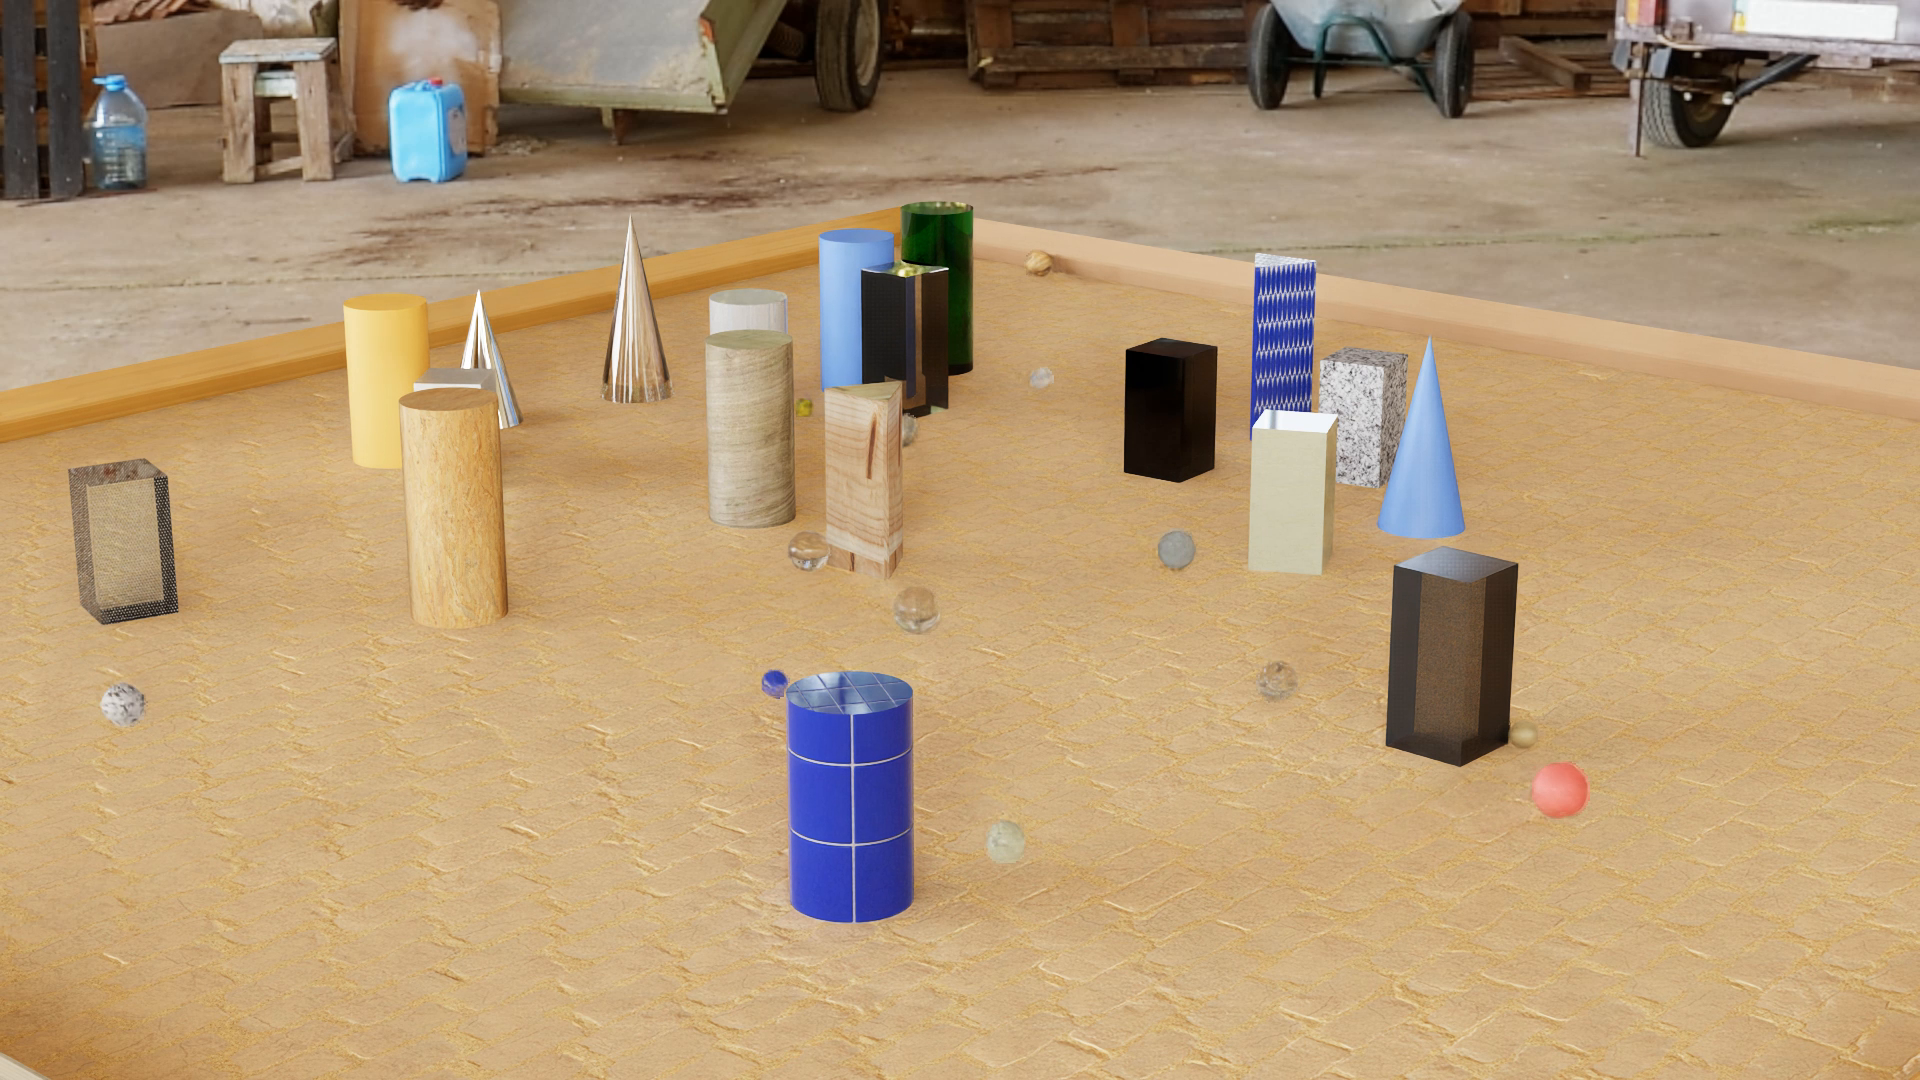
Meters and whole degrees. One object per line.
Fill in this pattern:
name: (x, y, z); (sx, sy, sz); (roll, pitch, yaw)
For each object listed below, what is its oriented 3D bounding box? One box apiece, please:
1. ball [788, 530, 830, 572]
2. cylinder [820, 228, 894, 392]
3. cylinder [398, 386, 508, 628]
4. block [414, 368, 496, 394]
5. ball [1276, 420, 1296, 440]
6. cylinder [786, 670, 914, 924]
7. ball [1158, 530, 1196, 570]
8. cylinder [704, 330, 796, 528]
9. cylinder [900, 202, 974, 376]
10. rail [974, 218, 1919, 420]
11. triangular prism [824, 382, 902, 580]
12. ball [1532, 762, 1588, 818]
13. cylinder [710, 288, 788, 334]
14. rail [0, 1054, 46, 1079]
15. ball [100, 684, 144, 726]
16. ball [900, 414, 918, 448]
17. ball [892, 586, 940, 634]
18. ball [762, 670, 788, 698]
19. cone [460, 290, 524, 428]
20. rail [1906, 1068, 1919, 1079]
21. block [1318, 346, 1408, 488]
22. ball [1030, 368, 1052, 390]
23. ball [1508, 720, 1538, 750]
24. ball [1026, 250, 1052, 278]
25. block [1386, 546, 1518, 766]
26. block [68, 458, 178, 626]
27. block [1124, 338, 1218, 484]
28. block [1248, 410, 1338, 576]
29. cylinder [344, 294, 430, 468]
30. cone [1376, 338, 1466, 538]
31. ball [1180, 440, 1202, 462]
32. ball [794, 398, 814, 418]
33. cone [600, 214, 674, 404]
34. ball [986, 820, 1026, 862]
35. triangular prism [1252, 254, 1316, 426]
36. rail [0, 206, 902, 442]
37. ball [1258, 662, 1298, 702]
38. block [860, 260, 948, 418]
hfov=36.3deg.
ball: (-0.268, 0.020, 5.206); (0.073, 0.073, 0.073); (0, 17, 0)
cylinder: (-0.226, -0.499, 6.445); (0.164, 0.344, 0.164); (0, 17, 0)
cylinder: (-0.851, -0.055, 4.934); (0.164, 0.375, 0.164); (0, 17, 0)
block: (-0.987, -0.221, 5.761); (0.131, 0.209, 0.131); (1, 17, 4)
ball: (0.675, -0.227, 6.069); (0.042, 0.042, 0.042); (0, 17, 0)
cylinder: (-0.142, 0.333, 3.811); (0.164, 0.287, 0.164); (0, 17, 0)
ball: (0.385, 0.018, 5.220); (0.068, 0.068, 0.068); (0, 17, 0)
cylinder: (-0.392, -0.209, 5.492); (0.164, 0.343, 0.164); (0, 17, 0)
cylinder: (-0.051, -0.568, 6.629); (0.164, 0.369, 0.164); (0, 17, 0)
rail: (1.425, -0.452, 6.693); (4.242, 0.106, 0.045); (14, 22, 39)
triangular prism: (-0.145, -0.112, 5.208); (0.142, 0.325, 0.123); (14, 22, 37)
ball: (0.841, 0.351, 4.112); (0.078, 0.078, 0.078); (0, 17, 0)
cylinder: (-0.445, -0.383, 6.193); (0.164, 0.267, 0.164); (0, 17, 0)
rail: (-1.425, 0.505, 3.553); (4.242, 0.106, 0.045); (14, 22, 39)
ball: (-1.274, 0.250, 4.463); (0.065, 0.065, 0.065); (0, 17, 0)
ball: (-0.121, -0.224, 6.010); (0.070, 0.070, 0.070); (0, 17, 0)
ball: (-0.072, 0.116, 4.875); (0.081, 0.081, 0.081); (0, 17, 0)
ball: (-0.290, 0.224, 4.587); (0.042, 0.042, 0.042); (0, 17, 0)
cone: (-1.009, -0.390, 6.189); (0.164, 0.283, 0.164); (0, 17, 0)
rail: (1.584, 0.428, 3.808); (0.045, 0.106, 4.395); (14, 22, 39)
block: (0.792, -0.243, 5.776); (0.131, 0.242, 0.131); (9, 19, 28)
ball: (0.178, -0.356, 6.482); (0.047, 0.047, 0.047); (0, 17, 0)
ball: (0.839, 0.291, 4.368); (0.043, 0.043, 0.043); (0, 17, 0)
ball: (0.207, -0.719, 7.638); (0.069, 0.069, 0.069); (0, 17, 0)
block: (0.729, 0.171, 4.349); (0.131, 0.283, 0.131); (15, 22, 40)
block: (-1.419, 0.002, 4.975); (0.131, 0.242, 0.131); (-10, 20, -30)
block: (0.417, -0.258, 5.814); (0.131, 0.251, 0.131); (12, 21, 35)
block: (0.594, -0.086, 5.230); (0.131, 0.261, 0.131); (5, 18, 15)
cylinder: (-1.147, -0.321, 5.896); (0.164, 0.322, 0.164); (0, 17, 0)
cone: (0.862, -0.202, 5.430); (0.164, 0.366, 0.164); (0, 17, 0)
ball: (0.467, -0.180, 5.913); (0.044, 0.044, 0.044); (0, 17, 0)
ball: (-0.333, -0.283, 6.252); (0.042, 0.042, 0.042); (0, 17, 0)
cone: (-0.711, -0.515, 6.390); (0.164, 0.405, 0.164); (0, 17, 0)
ball: (0.062, 0.407, 3.965); (0.055, 0.055, 0.055); (0, 17, 0)
triangular prism: (0.643, -0.405, 6.098); (0.142, 0.366, 0.123); (-8, 19, -23)
rail: (-1.584, -0.374, 6.439); (0.045, 0.106, 4.395); (14, 22, 39)
ball: (0.495, 0.220, 4.566); (0.063, 0.063, 0.063); (0, 17, 0)
block: (-0.118, -0.429, 6.270); (0.131, 0.310, 0.131); (15, 22, 40)
